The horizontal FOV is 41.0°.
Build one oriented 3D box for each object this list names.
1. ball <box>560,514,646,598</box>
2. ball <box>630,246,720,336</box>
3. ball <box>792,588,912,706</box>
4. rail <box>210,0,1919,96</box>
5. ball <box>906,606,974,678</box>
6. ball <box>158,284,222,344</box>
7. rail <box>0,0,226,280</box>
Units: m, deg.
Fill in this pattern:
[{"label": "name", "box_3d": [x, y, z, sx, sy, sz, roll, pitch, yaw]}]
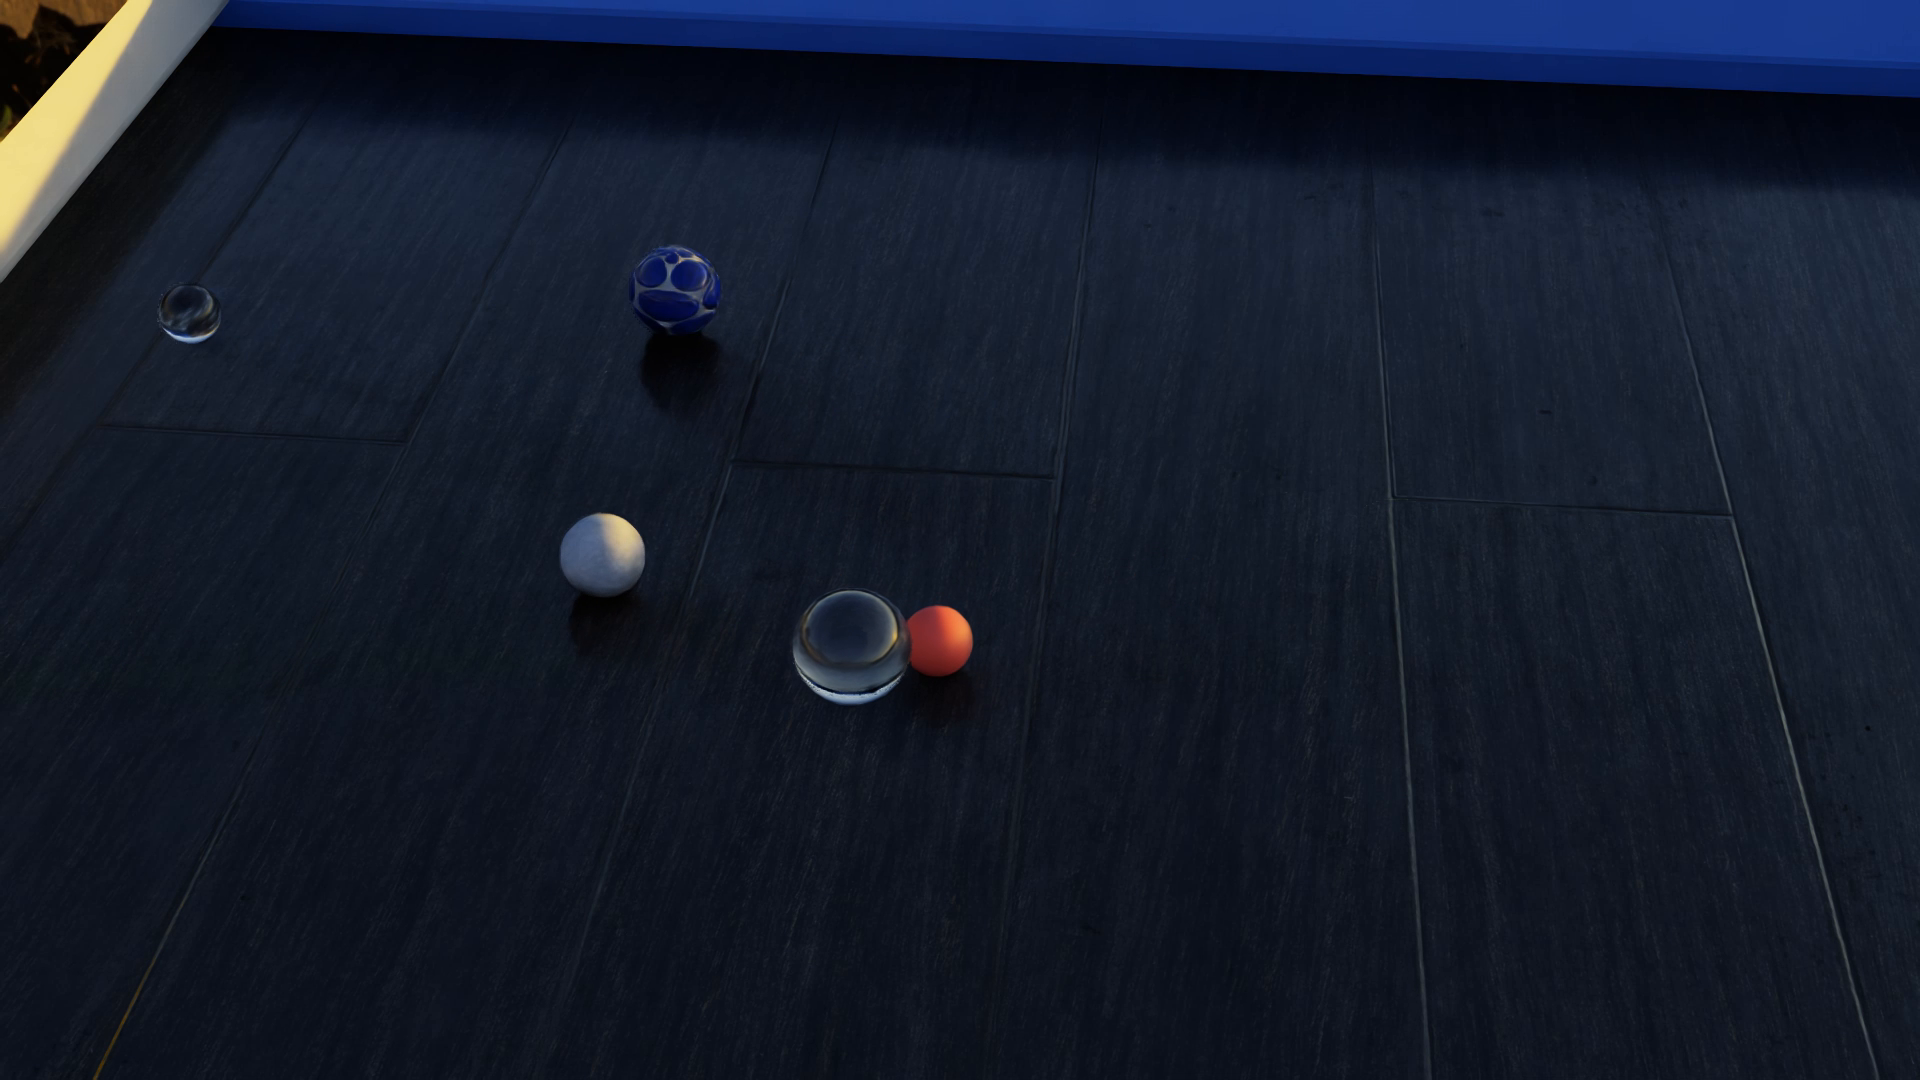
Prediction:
[{"label": "ball", "box_3d": [-0.251, 0.011, 1.802, 0.060, 0.060, 0.060, 0, 35, 0]}, {"label": "ball", "box_3d": [-0.232, -0.203, 2.092, 0.074, 0.074, 0.074, 0, 35, 0]}, {"label": "ball", "box_3d": [-0.072, 0.071, 1.701, 0.079, 0.079, 0.079, 0, 35, 0]}, {"label": "rail", "box_3d": [0.933, -0.456, 2.423, 3.414, 0.102, 0.045, 3, 35, 5]}, {"label": "ball", "box_3d": [-0.015, 0.068, 1.730, 0.048, 0.048, 0.048, 0, 35, 0]}, {"label": "ball", "box_3d": [-0.626, -0.184, 2.087, 0.049, 0.049, 0.049, 0, 35, 0]}, {"label": "rail", "box_3d": [-0.826, -0.064, 1.869, 0.045, 0.102, 1.742, 3, 35, 5]}]
